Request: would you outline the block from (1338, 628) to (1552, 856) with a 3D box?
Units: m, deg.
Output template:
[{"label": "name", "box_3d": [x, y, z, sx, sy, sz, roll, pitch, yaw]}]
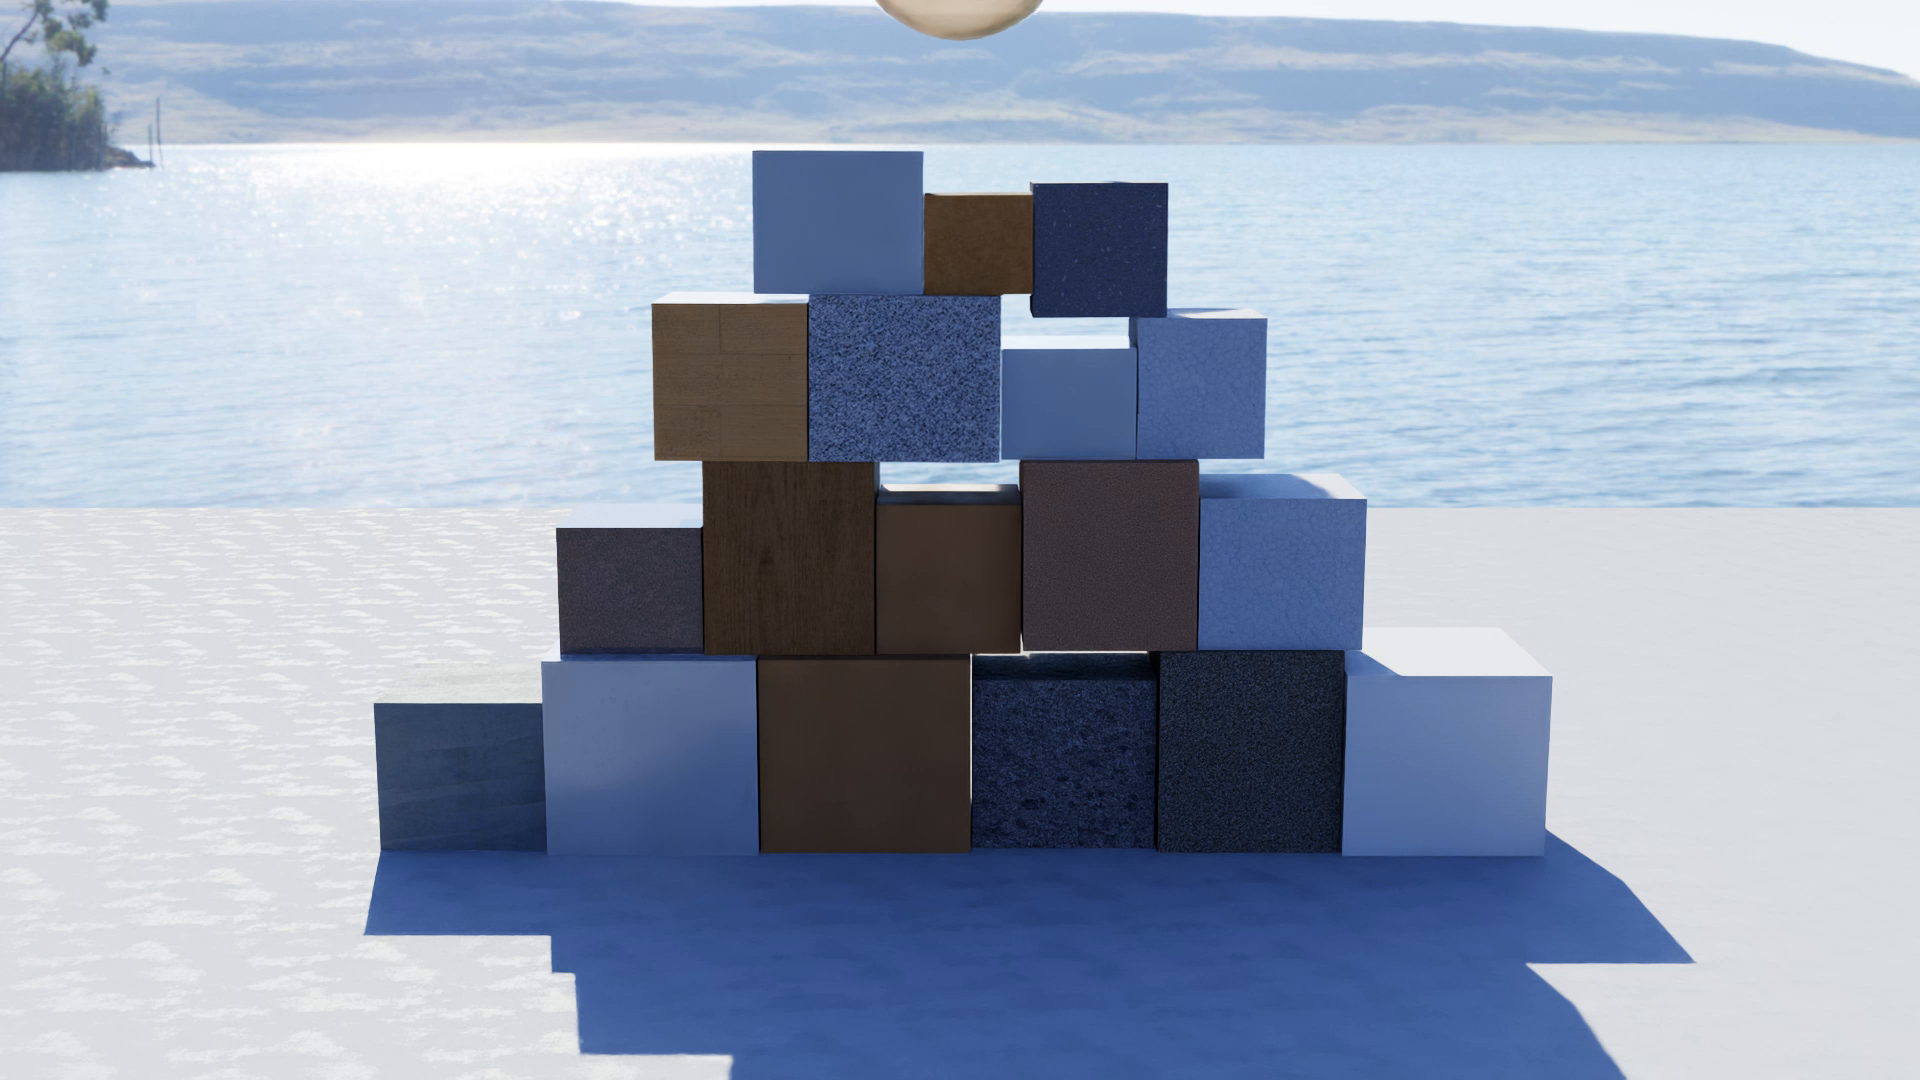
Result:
[{"label": "block", "box_3d": [2.401, 1.020, 11.380, 1.003, 0.921, 1.083, 0, 10, 0]}]

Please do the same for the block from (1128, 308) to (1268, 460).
[{"label": "block", "box_3d": [1.178, -0.793, 11.027, 0.624, 0.691, 0.645, 0, 10, 0]}]

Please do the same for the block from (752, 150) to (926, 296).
[{"label": "block", "box_3d": [-0.586, -1.582, 10.896, 0.818, 0.684, 0.679, 0, 10, 0]}]

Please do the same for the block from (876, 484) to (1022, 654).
[{"label": "block", "box_3d": [-0.056, 0.136, 11.190, 0.716, 0.749, 0.678, 0, 10, 0]}]

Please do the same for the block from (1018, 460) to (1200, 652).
[{"label": "block", "box_3d": [0.736, 0.008, 11.177, 0.851, 0.935, 0.885, 0, 10, 0]}]

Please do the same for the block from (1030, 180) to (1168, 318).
[{"label": "block", "box_3d": [0.680, -1.450, 10.913, 0.652, 0.647, 0.556, 0, 10, 0]}]

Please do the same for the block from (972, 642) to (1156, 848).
[{"label": "block", "box_3d": [0.519, 1.047, 11.383, 0.913, 0.867, 0.837, 0, 10, 0]}]

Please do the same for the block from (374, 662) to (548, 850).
[{"label": "block", "box_3d": [-2.482, 1.105, 11.363, 0.841, 0.761, 0.846, 0, 10, 0]}]

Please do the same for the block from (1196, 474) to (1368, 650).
[{"label": "block", "box_3d": [1.579, 0.098, 11.179, 0.810, 0.756, 0.819, 0, 10, 0]}]

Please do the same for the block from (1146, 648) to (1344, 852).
[{"label": "block", "box_3d": [1.437, 0.973, 11.343, 0.904, 1.026, 0.930, 0, 10, 0]}]

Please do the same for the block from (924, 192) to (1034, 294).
[{"label": "block", "box_3d": [0.089, -1.476, 10.899, 0.528, 0.476, 0.576, 0, 10, 0]}]

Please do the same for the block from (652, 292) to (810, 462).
[{"label": "block", "box_3d": [-1.113, -0.832, 11.026, 0.745, 0.766, 0.800, 0, 10, 0]}]

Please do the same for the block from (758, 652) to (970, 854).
[{"label": "block", "box_3d": [-0.469, 0.989, 11.357, 1.044, 0.990, 0.966, 0, 10, 0]}]

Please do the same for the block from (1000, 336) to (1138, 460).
[{"label": "block", "box_3d": [0.529, -0.721, 11.049, 0.662, 0.547, 0.689, 0, 10, 0]}]

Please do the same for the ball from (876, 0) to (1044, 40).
[{"label": "ball", "box_3d": [0.000, -4.366, 15.626, 1.600, 1.600, 1.600, 0, 10, 0]}]

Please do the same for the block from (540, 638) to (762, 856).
[{"label": "block", "box_3d": [-1.526, 0.985, 11.373, 1.050, 0.993, 1.067, 0, 10, 0]}]

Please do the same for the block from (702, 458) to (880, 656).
[{"label": "block", "box_3d": [-0.840, 0.021, 11.197, 0.838, 0.970, 0.809, 0, 10, 0]}]

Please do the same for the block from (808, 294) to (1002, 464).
[{"label": "block", "box_3d": [-0.267, -0.850, 11.041, 0.925, 0.805, 0.853, 0, 10, 0]}]

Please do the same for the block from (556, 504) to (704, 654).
[{"label": "block", "box_3d": [-1.628, 0.188, 11.203, 0.712, 0.637, 0.724, 0, 10, 0]}]
